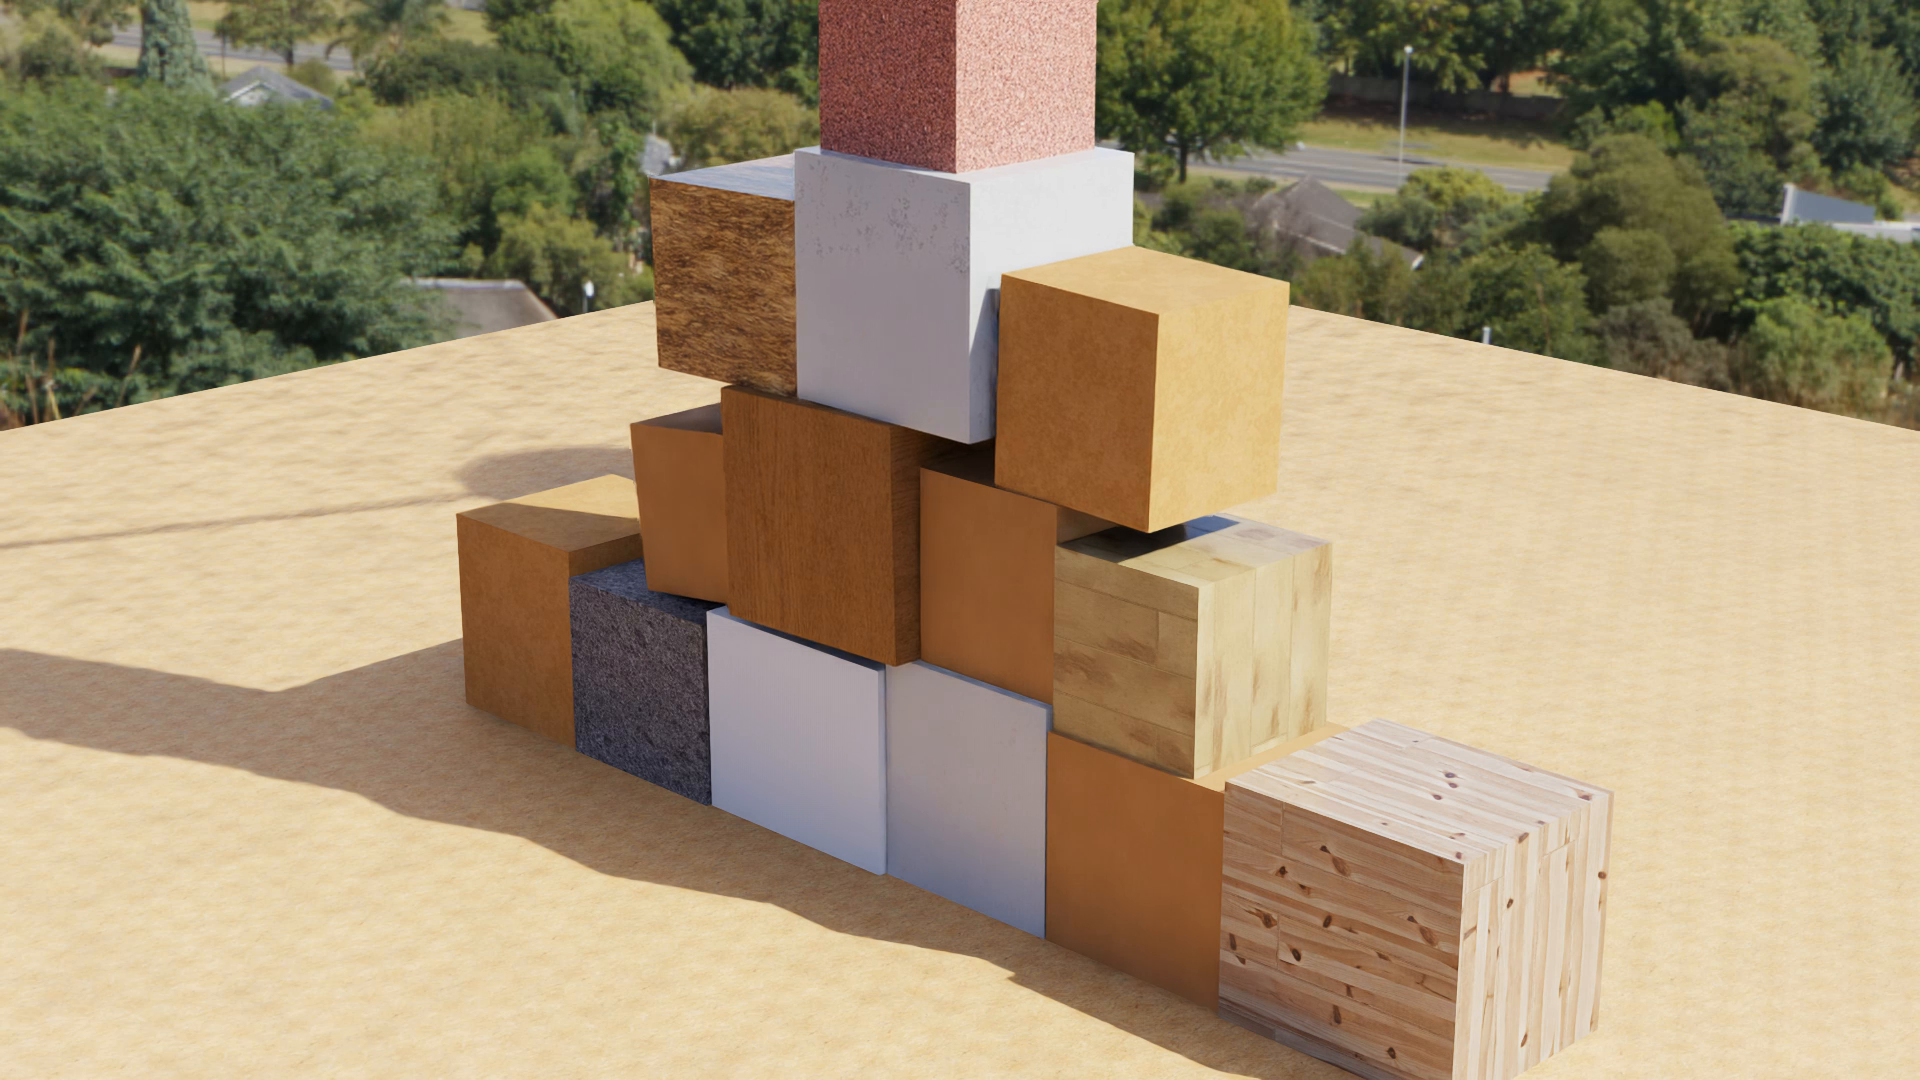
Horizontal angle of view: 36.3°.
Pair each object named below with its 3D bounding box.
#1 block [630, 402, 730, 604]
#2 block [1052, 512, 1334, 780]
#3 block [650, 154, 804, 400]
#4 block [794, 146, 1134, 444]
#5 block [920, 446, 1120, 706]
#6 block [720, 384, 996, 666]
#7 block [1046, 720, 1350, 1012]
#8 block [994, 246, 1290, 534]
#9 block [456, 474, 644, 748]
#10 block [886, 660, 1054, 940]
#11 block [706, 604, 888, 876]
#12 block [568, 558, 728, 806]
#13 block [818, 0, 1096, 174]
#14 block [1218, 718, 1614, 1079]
[{"bbox_3d":[-1.013,-0.199,14.336,0.759,0.836,0.837,-17,17,-42],"label":"block"},{"bbox_3d":[0.983,0.410,12.419,0.868,0.827,0.791,-17,24,-42],"label":"block"},{"bbox_3d":[-0.738,-1.256,13.701,0.964,0.901,1.003,-17,22,-42],"label":"block"},{"bbox_3d":[0.014,-1.161,12.935,1.008,1.117,1.086,-17,24,-42],"label":"block"},{"bbox_3d":[0.413,0.107,12.935,0.841,0.895,0.819,-17,24,-42],"label":"block"},{"bbox_3d":[-0.298,-0.186,13.572,1.111,1.094,1.122,-17,22,-42],"label":"block"},{"bbox_3d":[1.063,1.287,12.627,0.945,0.972,1.002,-17,24,-42],"label":"block"},{"bbox_3d":[0.759,-0.655,12.345,0.822,0.918,0.876,-17,26,-42],"label":"block"},{"bbox_3d":[-1.924,0.354,15.455,1.034,1.056,0.948,-17,24,-42],"label":"block"},{"bbox_3d":[0.367,1.022,13.305,0.991,1.072,0.990,-17,24,-42],"label":"block"},{"bbox_3d":[-0.410,0.826,14.055,1.067,0.996,1.183,-17,24,-42],"label":"block"},{"bbox_3d":[-1.210,0.626,14.807,1.082,0.927,1.029,-17,24,-42],"label":"block"},{"bbox_3d":[-0.011,-2.144,12.688,0.854,0.907,0.841,-17,24,-42],"label":"block"},{"bbox_3d":[1.835,1.484,11.875,1.015,1.048,1.167,-17,24,-42],"label":"block"}]
